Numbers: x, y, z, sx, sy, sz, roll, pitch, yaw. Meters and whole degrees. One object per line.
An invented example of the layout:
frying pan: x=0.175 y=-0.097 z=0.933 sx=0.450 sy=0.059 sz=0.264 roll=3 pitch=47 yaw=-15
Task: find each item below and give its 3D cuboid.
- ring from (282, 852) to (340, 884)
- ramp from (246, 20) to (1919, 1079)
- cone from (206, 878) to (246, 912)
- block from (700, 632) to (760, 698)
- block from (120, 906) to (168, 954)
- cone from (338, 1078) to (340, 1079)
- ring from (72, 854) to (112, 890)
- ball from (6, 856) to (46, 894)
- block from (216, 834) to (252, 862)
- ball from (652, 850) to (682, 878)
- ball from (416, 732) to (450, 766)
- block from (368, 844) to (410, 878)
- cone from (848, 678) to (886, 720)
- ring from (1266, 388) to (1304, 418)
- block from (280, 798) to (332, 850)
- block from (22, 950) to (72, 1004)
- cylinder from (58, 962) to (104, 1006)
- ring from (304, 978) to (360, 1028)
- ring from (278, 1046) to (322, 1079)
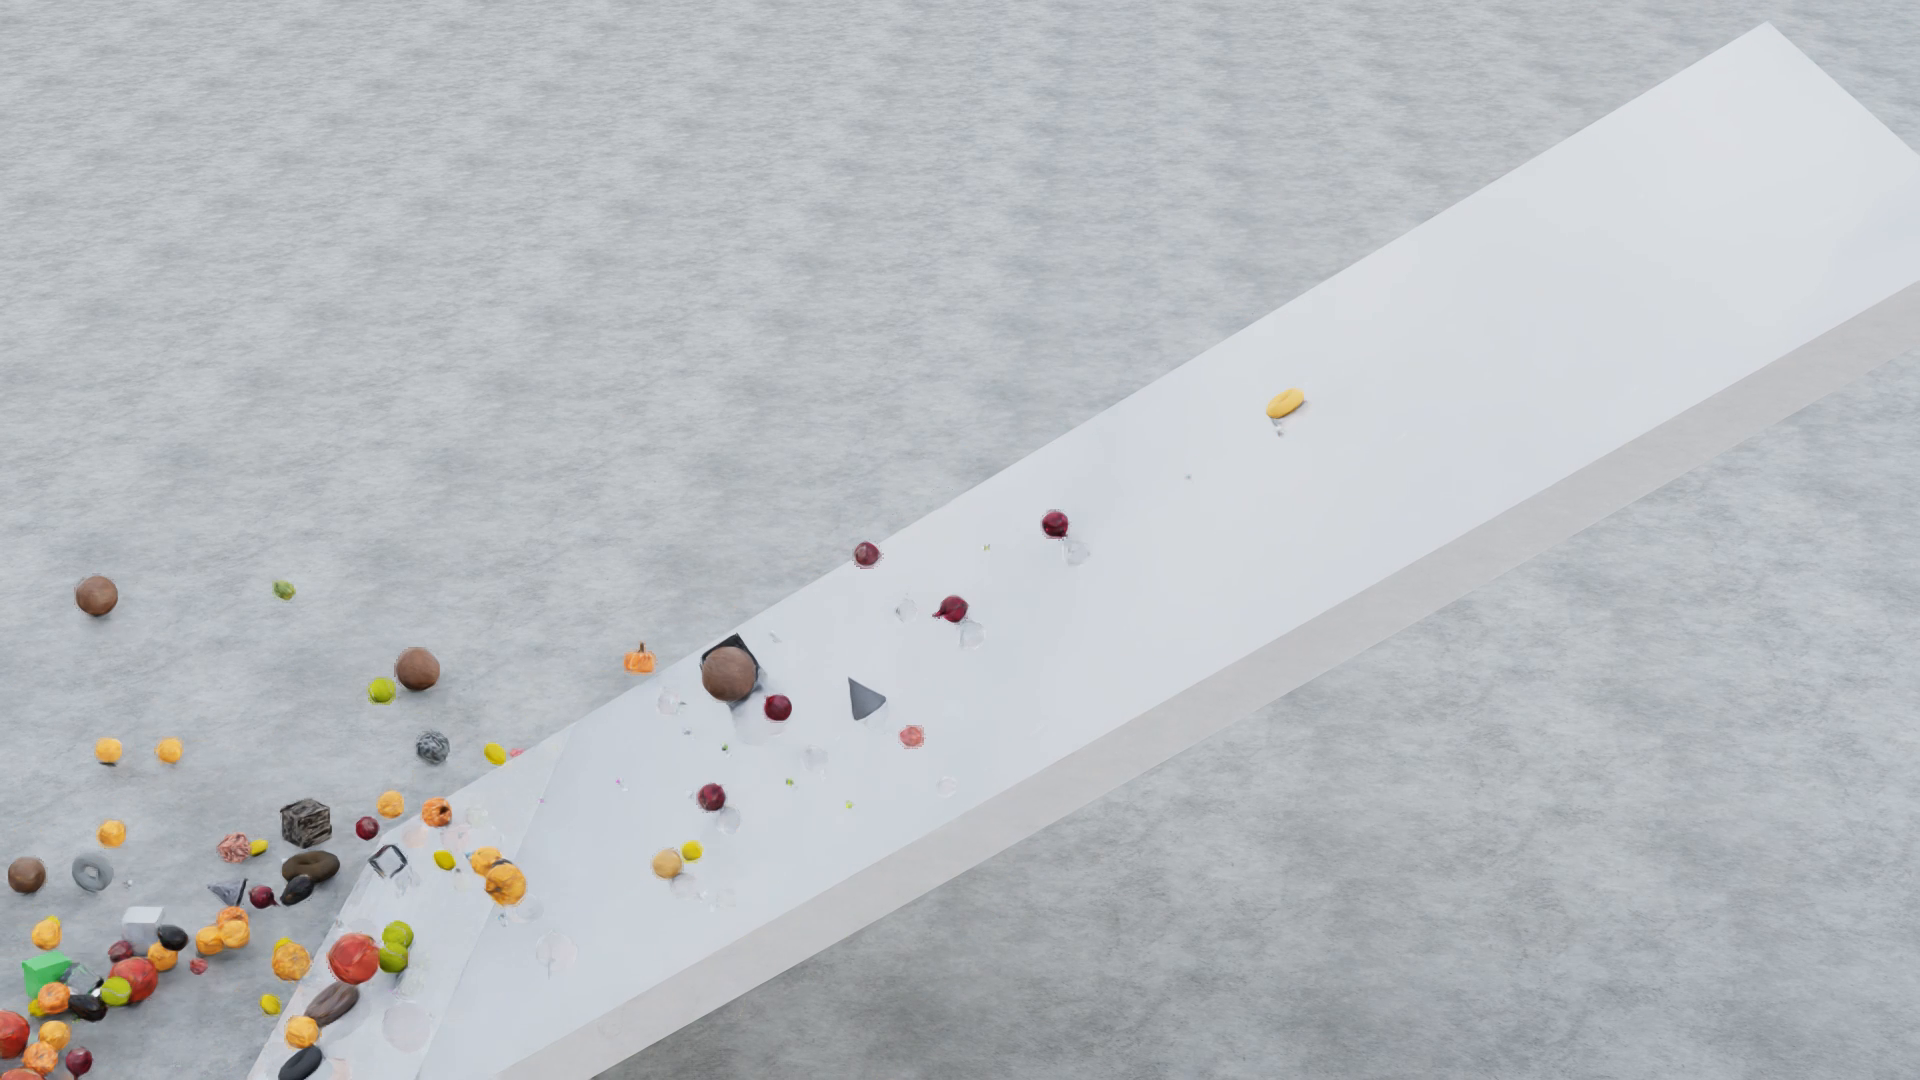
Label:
ring: x=-1.684 y=0.849 z=7.626 sx=0.148 sy=0.049 sz=0.148 roll=-4 pitch=15 yaw=1
ramp: x=0.140 y=0.170 z=6.293 sx=4.000 sy=0.100 sz=2.000 roll=-30 pitch=15 yaw=13
cone: x=-1.863 y=0.885 z=7.438 sx=0.092 sy=0.092 sz=0.092 roll=16 pitch=19 yaw=-5
block: x=-0.543 y=0.297 z=6.947 sx=0.097 sy=0.097 sz=0.097 roll=-32 pitch=15 yaw=8
block: x=-2.015 y=0.965 z=7.267 sx=0.086 sy=0.086 sz=0.086 roll=0 pitch=20 yaw=-1
cone: x=-1.229 y=1.108 z=5.907 sx=0.070 sy=0.070 sz=0.070 roll=-31 pitch=15 yaw=9
ring: x=-2.221 y=0.849 z=7.529 sx=0.109 sy=0.109 sz=0.036 roll=4 pitch=29 yaw=11
ball: x=-2.394 y=0.859 z=7.544 sx=0.096 sy=0.096 sz=0.096 roll=0 pitch=20 yaw=0
block: x=-1.901 y=0.808 z=7.710 sx=0.054 sy=0.054 sz=0.054 roll=-5 pitch=32 yaw=26
ball: x=-0.597 y=0.660 z=5.997 sx=0.060 sy=0.060 sz=0.060 roll=0 pitch=20 yaw=0
ball: x=-1.487 y=0.587 z=8.293 sx=0.095 sy=0.095 sz=0.095 roll=0 pitch=20 yaw=0
block: x=-1.418 y=0.797 z=7.293 sx=0.060 sy=0.060 sz=0.060 roll=-43 pitch=17 yaw=-30
cone: x=-0.213 y=0.322 z=6.203 sx=0.083 sy=0.083 sz=0.083 roll=-31 pitch=15 yaw=9
ring: x=0.698 y=-0.294 z=6.316 sx=0.092 sy=0.031 sz=0.092 roll=-33 pitch=15 yaw=10
block: x=-1.742 y=0.755 z=7.836 sx=0.092 sy=0.092 sz=0.092 roll=18 pitch=27 yaw=40
block: x=-2.177 y=1.045 z=7.029 sx=0.087 sy=0.087 sz=0.087 roll=-16 pitch=17 yaw=-37
cylinder: x=-2.086 y=1.053 z=6.980 sx=0.076 sy=0.076 sz=0.076 roll=30 pitch=27 yaw=9
ring: x=-1.398 y=1.031 z=6.549 sx=0.141 sy=0.047 sz=0.141 roll=-33 pitch=15 yaw=10
ring: x=-1.413 y=1.127 z=6.302 sx=0.108 sy=0.036 sz=0.108 roll=-34 pitch=15 yaw=10
